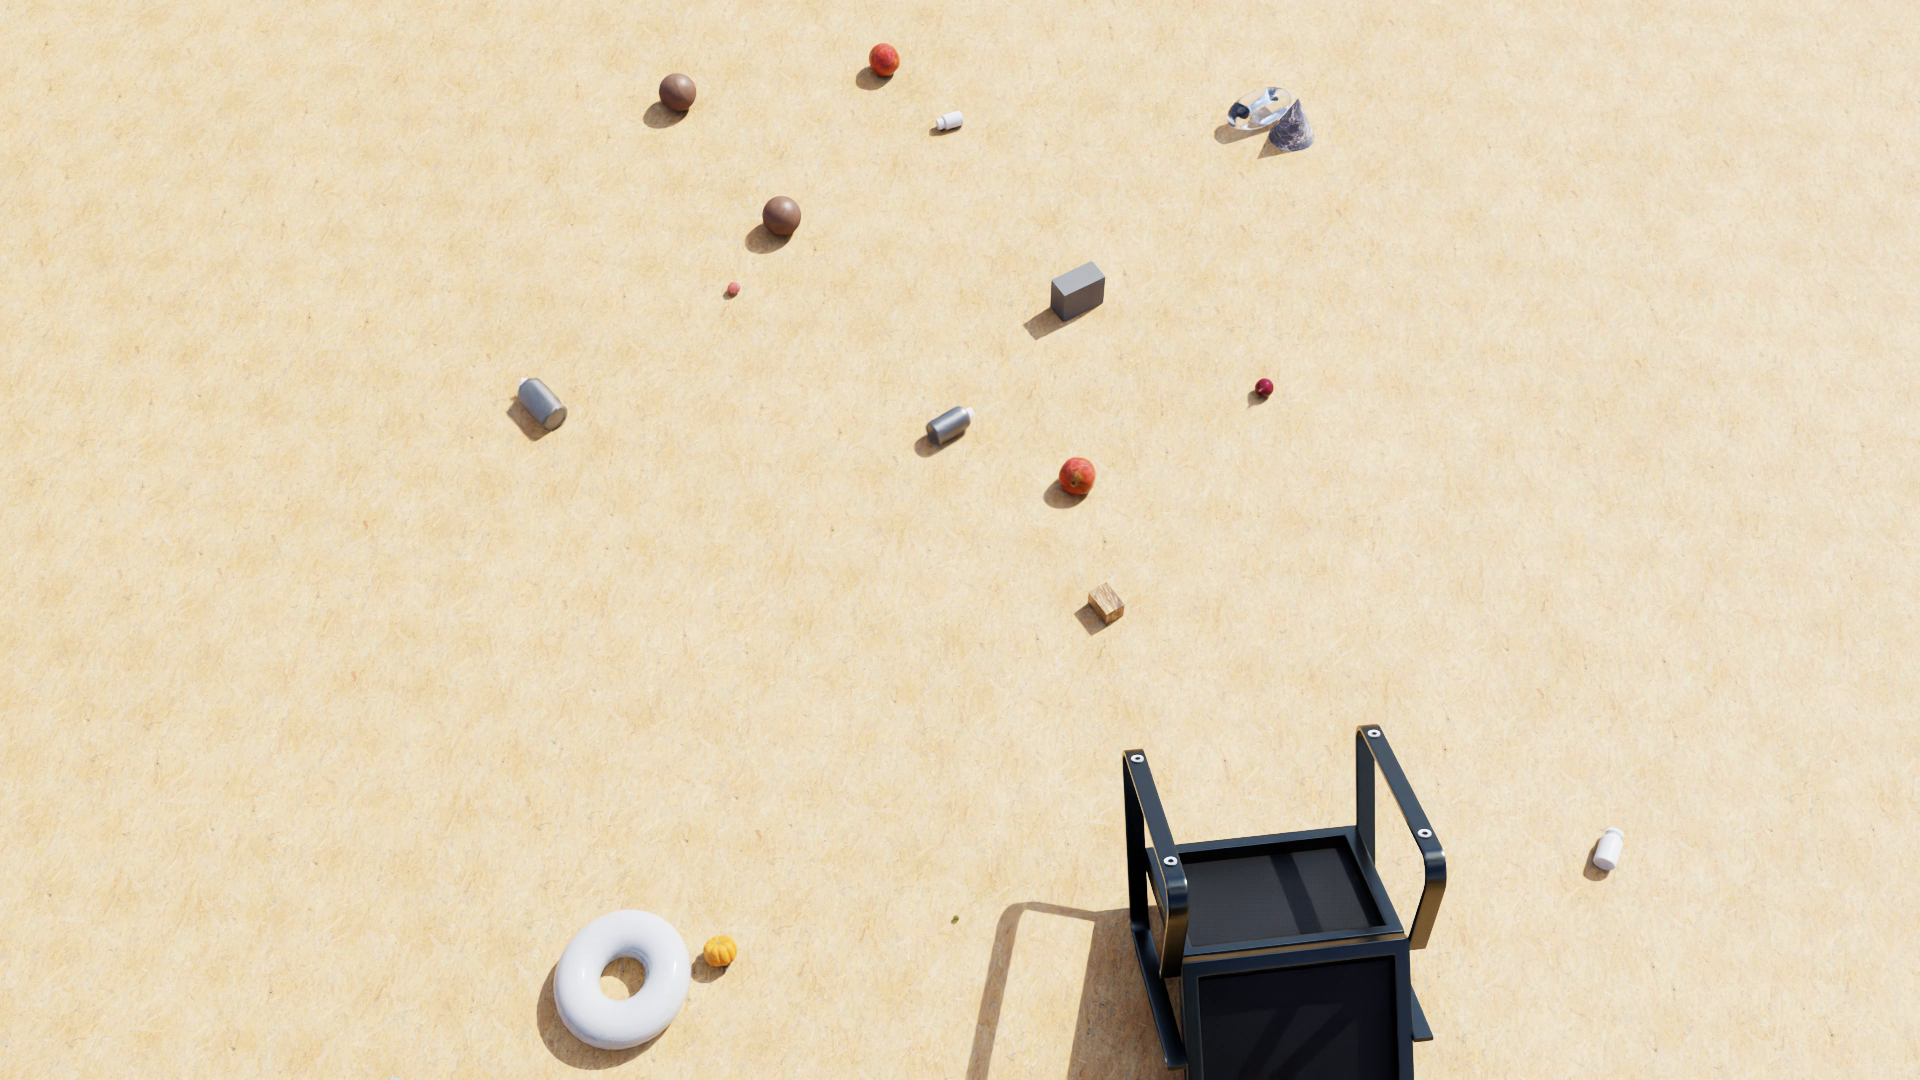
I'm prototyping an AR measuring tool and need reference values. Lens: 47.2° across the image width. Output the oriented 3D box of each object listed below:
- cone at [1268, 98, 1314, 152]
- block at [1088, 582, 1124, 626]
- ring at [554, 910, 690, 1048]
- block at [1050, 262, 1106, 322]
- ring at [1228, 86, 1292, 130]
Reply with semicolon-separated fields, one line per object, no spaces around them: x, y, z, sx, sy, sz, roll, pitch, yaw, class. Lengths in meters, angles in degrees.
1.131;-1.426;7.420;0.157;0.185;0.133;1;56;1;cone
0.426;0.186;6.411;0.064;0.063;0.092;-28;60;-17;block
-0.882;1.145;5.742;0.353;0.106;0.387;15;57;8;ring
0.376;-0.794;7.027;0.154;0.131;0.078;-27;60;-17;block
1.019;-1.470;7.489;0.240;0.123;0.085;-24;45;-8;ring
